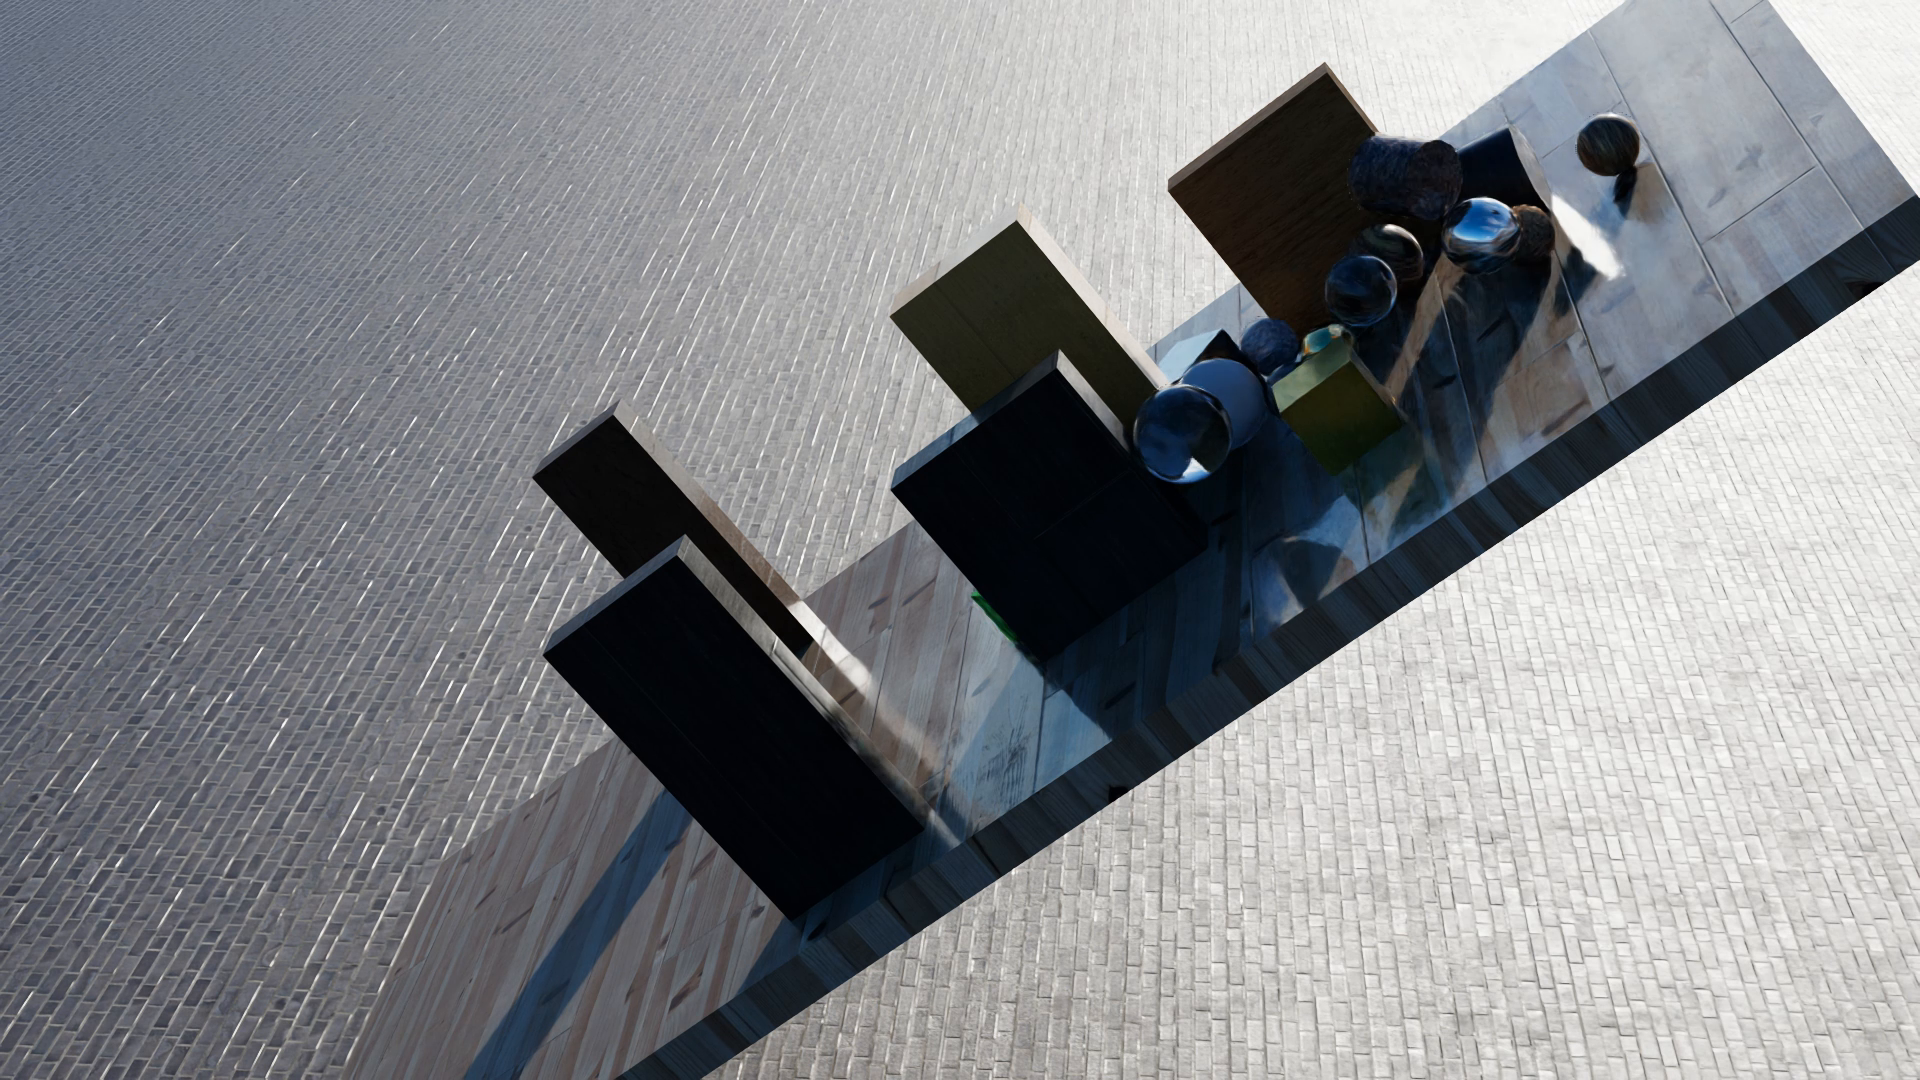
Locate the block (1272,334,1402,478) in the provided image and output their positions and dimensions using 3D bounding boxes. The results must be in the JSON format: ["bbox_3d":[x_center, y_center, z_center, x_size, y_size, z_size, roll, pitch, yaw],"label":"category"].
[{"bbox_3d":[0.721,-0.257,5.630,0.167,0.167,0.167,-37,16,14],"label":"block"}]

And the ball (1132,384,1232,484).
[{"bbox_3d":[0.432,-0.205,5.705,0.194,0.194,0.194,0,24,0],"label":"ball"}]

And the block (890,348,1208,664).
[{"bbox_3d":[0.178,-0.062,5.803,0.417,0.475,0.108,-36,16,18],"label":"block"}]

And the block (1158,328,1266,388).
[{"bbox_3d":[0.515,-0.318,6.272,0.171,0.171,0.171,-49,18,-27],"label":"block"}]

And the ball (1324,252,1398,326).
[{"bbox_3d":[0.812,-0.507,5.956,0.149,0.149,0.149,0,24,0],"label":"ball"}]

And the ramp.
[{"bbox_3d":[0.121,0.185,6.339,4.000,0.100,2.000,-36,16,18],"label":"ramp"}]

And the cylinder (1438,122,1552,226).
[{"bbox_3d":[1.072,-0.716,5.972,0.196,0.196,0.196,-25,15,22],"label":"cylinder"}]

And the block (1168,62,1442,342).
[{"bbox_3d":[0.747,-0.715,6.295,0.418,0.444,0.091,-36,16,18],"label":"block"}]

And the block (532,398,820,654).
[{"bbox_3d":[-0.681,0.024,7.104,0.263,0.735,0.109,-36,16,18],"label":"block"}]

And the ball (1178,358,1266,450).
[{"bbox_3d":[0.528,-0.275,5.985,0.190,0.190,0.190,0,24,0],"label":"ball"}]

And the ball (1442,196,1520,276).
[{"bbox_3d":[0.999,-0.583,5.639,0.150,0.150,0.150,0,24,0],"label":"ball"}]

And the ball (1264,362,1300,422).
[{"bbox_3d":[0.674,-0.297,5.932,0.122,0.122,0.122,0,24,0],"label":"ball"}]

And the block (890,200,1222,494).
[{"bbox_3d":[0.202,-0.330,6.101,0.334,0.675,0.135,-36,16,18],"label":"block"}]

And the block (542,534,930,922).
[{"bbox_3d":[-0.421,0.364,5.599,0.339,0.720,0.096,-36,16,18],"label":"block"}]

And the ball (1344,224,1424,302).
[{"bbox_3d":[0.881,-0.574,6.114,0.166,0.166,0.166,0,24,0],"label":"ball"}]

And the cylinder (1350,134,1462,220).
[{"bbox_3d":[0.860,-0.701,5.675,0.153,0.153,0.153,-16,20,-32],"label":"cylinder"}]

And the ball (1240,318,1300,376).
[{"bbox_3d":[0.660,-0.412,6.271,0.125,0.125,0.125,0,24,0],"label":"ball"}]

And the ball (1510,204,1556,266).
[{"bbox_3d":[1.101,-0.593,5.737,0.120,0.120,0.120,0,24,0],"label":"ball"}]

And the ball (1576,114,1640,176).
[{"bbox_3d":[1.282,-0.781,5.812,0.124,0.124,0.124,0,24,0],"label":"ball"}]

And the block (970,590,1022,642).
[{"bbox_3d":[0.132,0.118,6.066,0.131,0.131,0.131,-46,16,-16],"label":"block"}]

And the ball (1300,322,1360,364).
[{"bbox_3d":[0.752,-0.382,5.984,0.120,0.120,0.120,0,24,0],"label":"ball"}]
